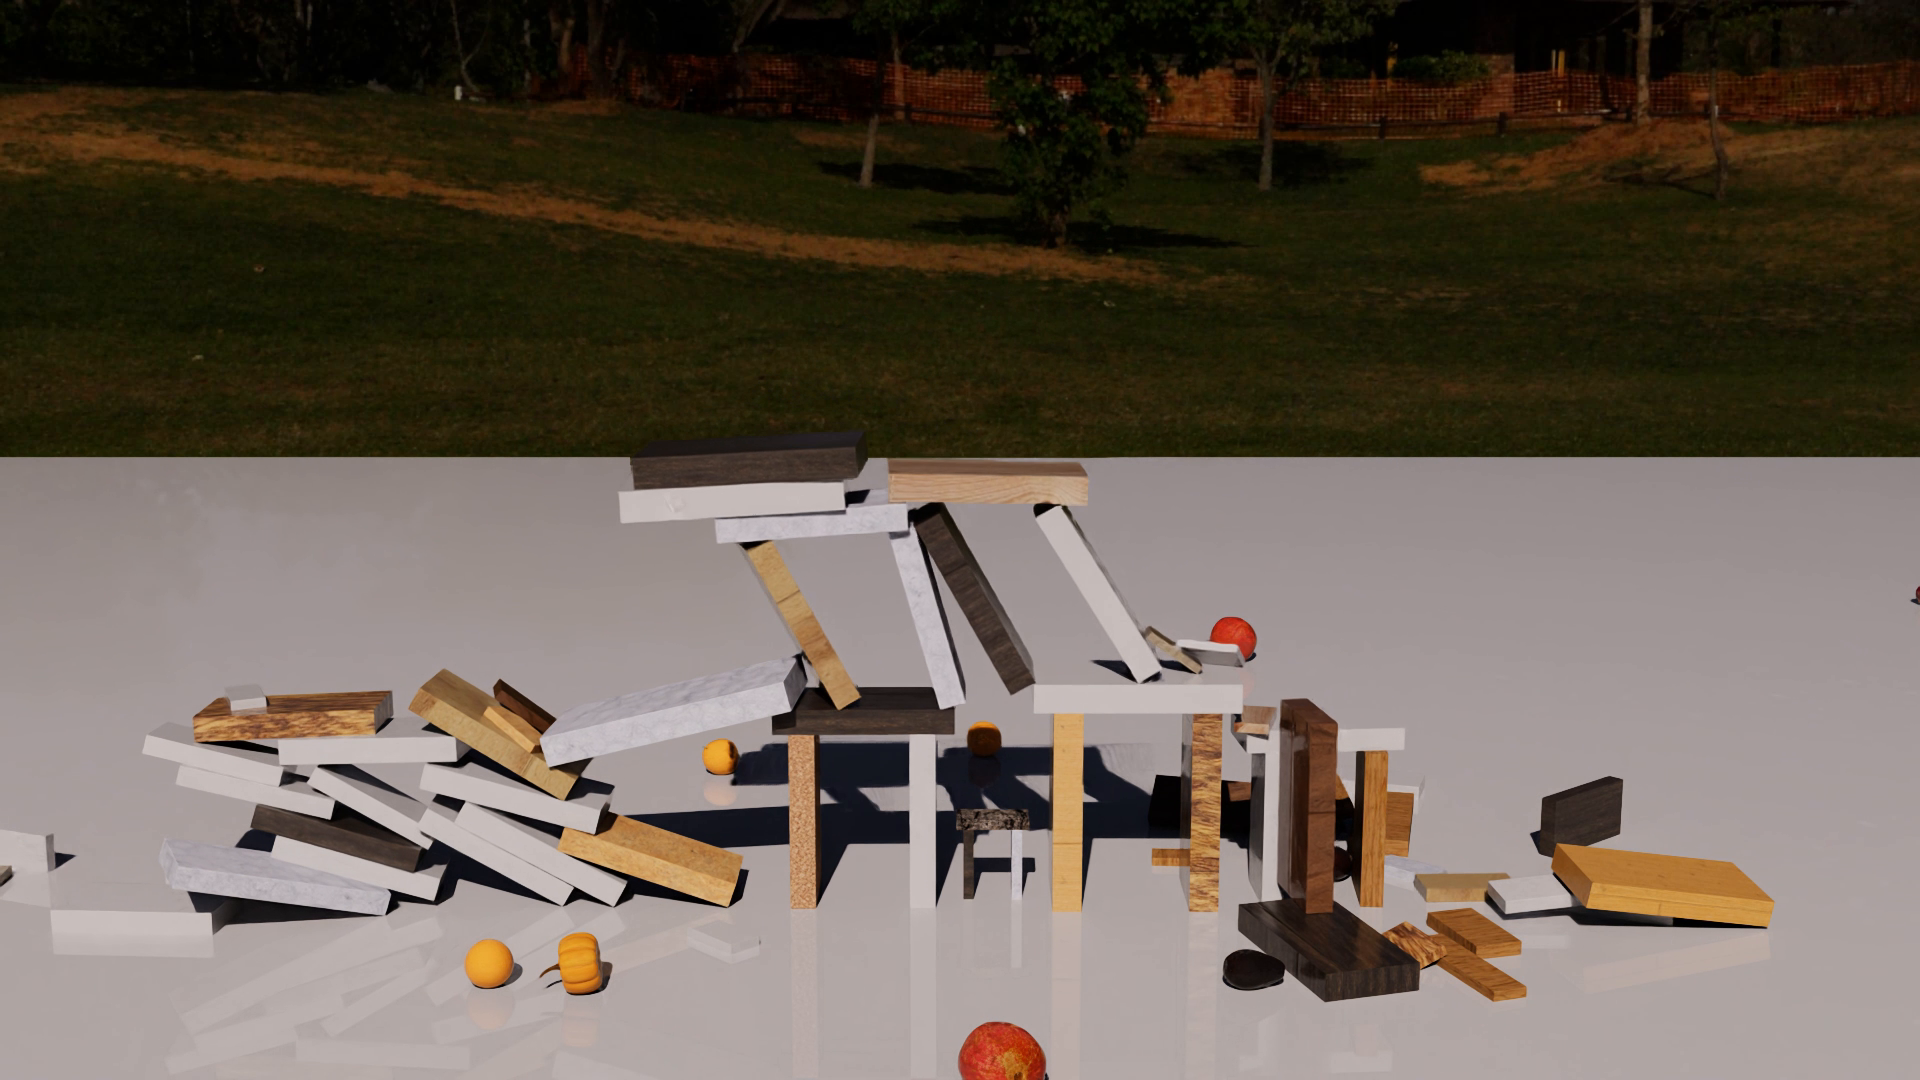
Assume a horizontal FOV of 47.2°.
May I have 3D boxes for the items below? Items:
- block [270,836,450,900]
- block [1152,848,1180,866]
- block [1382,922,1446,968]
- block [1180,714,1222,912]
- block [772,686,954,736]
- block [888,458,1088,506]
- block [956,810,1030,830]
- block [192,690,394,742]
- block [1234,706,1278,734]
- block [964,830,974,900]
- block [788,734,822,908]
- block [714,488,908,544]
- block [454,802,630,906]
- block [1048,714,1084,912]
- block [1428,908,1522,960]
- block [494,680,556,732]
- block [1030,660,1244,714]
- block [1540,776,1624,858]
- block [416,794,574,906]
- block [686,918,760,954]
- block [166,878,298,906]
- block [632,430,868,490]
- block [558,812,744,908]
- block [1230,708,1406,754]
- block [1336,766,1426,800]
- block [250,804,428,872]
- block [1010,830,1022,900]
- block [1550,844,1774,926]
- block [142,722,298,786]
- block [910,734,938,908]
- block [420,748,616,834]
[{"bbox_3d":[-0.990,0.525,3.642,0.270,0.038,0.135,17,5,-8],"label":"block"},{"bbox_3d":[0.386,0.553,3.828,0.103,0.015,0.051,1,11,5],"label":"block"},{"bbox_3d":[0.695,0.625,3.387,0.056,0.016,0.112,-25,17,-14],"label":"block"},{"bbox_3d":[0.397,0.427,3.634,0.047,0.334,0.167,0,11,0],"label":"block"},{"bbox_3d":[-0.156,0.280,3.612,0.294,0.042,0.147,0,11,-1],"label":"block"},{"bbox_3d":[0.042,-0.094,3.535,0.315,0.045,0.158,1,11,-2],"label":"block"},{"bbox_3d":[0.054,0.464,3.648,0.120,0.017,0.060,0,11,0],"label":"block"},{"bbox_3d":[-1.105,0.292,3.657,0.292,0.041,0.146,-2,9,-2],"label":"block"},{"bbox_3d":[0.484,0.293,3.596,0.056,0.016,0.113,3,11,15],"label":"block"},{"bbox_3d":[0.014,0.531,3.660,0.017,0.120,0.060,0,11,0],"label":"block"},{"bbox_3d":[-0.256,0.445,3.642,0.042,0.294,0.147,0,11,0],"label":"block"},{"bbox_3d":[-0.236,-0.040,3.519,0.301,0.043,0.150,-4,11,-3],"label":"block"},{"bbox_3d":[-0.686,0.500,3.656,0.293,0.042,0.147,29,8,-6],"label":"block"},{"bbox_3d":[0.174,0.427,3.634,0.047,0.334,0.167,0,11,0],"label":"block"},{"bbox_3d":[0.807,0.618,3.457,0.078,0.022,0.156,-3,11,-16],"label":"block"},{"bbox_3d":[-0.720,0.284,3.669,0.129,0.018,0.064,39,1,-20],"label":"block"},{"bbox_3d":[0.285,0.239,3.599,0.334,0.047,0.167,0,11,0],"label":"block"},{"bbox_3d":[1.107,0.492,3.915,0.206,0.103,0.029,-9,14,-40],"label":"block"},{"bbox_3d":[-0.761,0.506,3.654,0.270,0.038,0.135,30,8,-7],"label":"block"},{"bbox_3d":[-0.372,0.622,3.454,0.056,0.016,0.112,-10,15,-43],"label":"block"},{"bbox_3d":[-1.186,0.565,3.705,0.261,0.037,0.130,3,11,16],"label":"block"},{"bbox_3d":[-0.331,-0.129,3.501,0.350,0.050,0.175,-3,11,3],"label":"block"},{"bbox_3d":[-0.512,0.521,3.658,0.293,0.042,0.147,19,9,-4],"label":"block"},{"bbox_3d":[0.589,0.314,3.631,0.260,0.037,0.130,-1,11,-5],"label":"block"},{"bbox_3d":[0.797,0.469,4.249,0.188,0.027,0.094,4,11,19],"label":"block"},{"bbox_3d":[-1.018,0.477,3.631,0.270,0.038,0.135,17,5,-6],"label":"block"},{"bbox_3d":[0.094,0.531,3.660,0.017,0.120,0.060,0,11,0],"label":"block"},{"bbox_3d":[1.131,0.556,3.548,0.308,0.044,0.154,7,15,-8],"label":"block"},{"bbox_3d":[-1.213,0.352,3.616,0.223,0.032,0.112,15,5,-4],"label":"block"},{"bbox_3d":[-0.060,0.445,3.643,0.042,0.294,0.147,0,11,0],"label":"block"},{"bbox_3d":[-0.730,0.409,3.642,0.293,0.042,0.147,15,9,-2],"label":"block"}]
